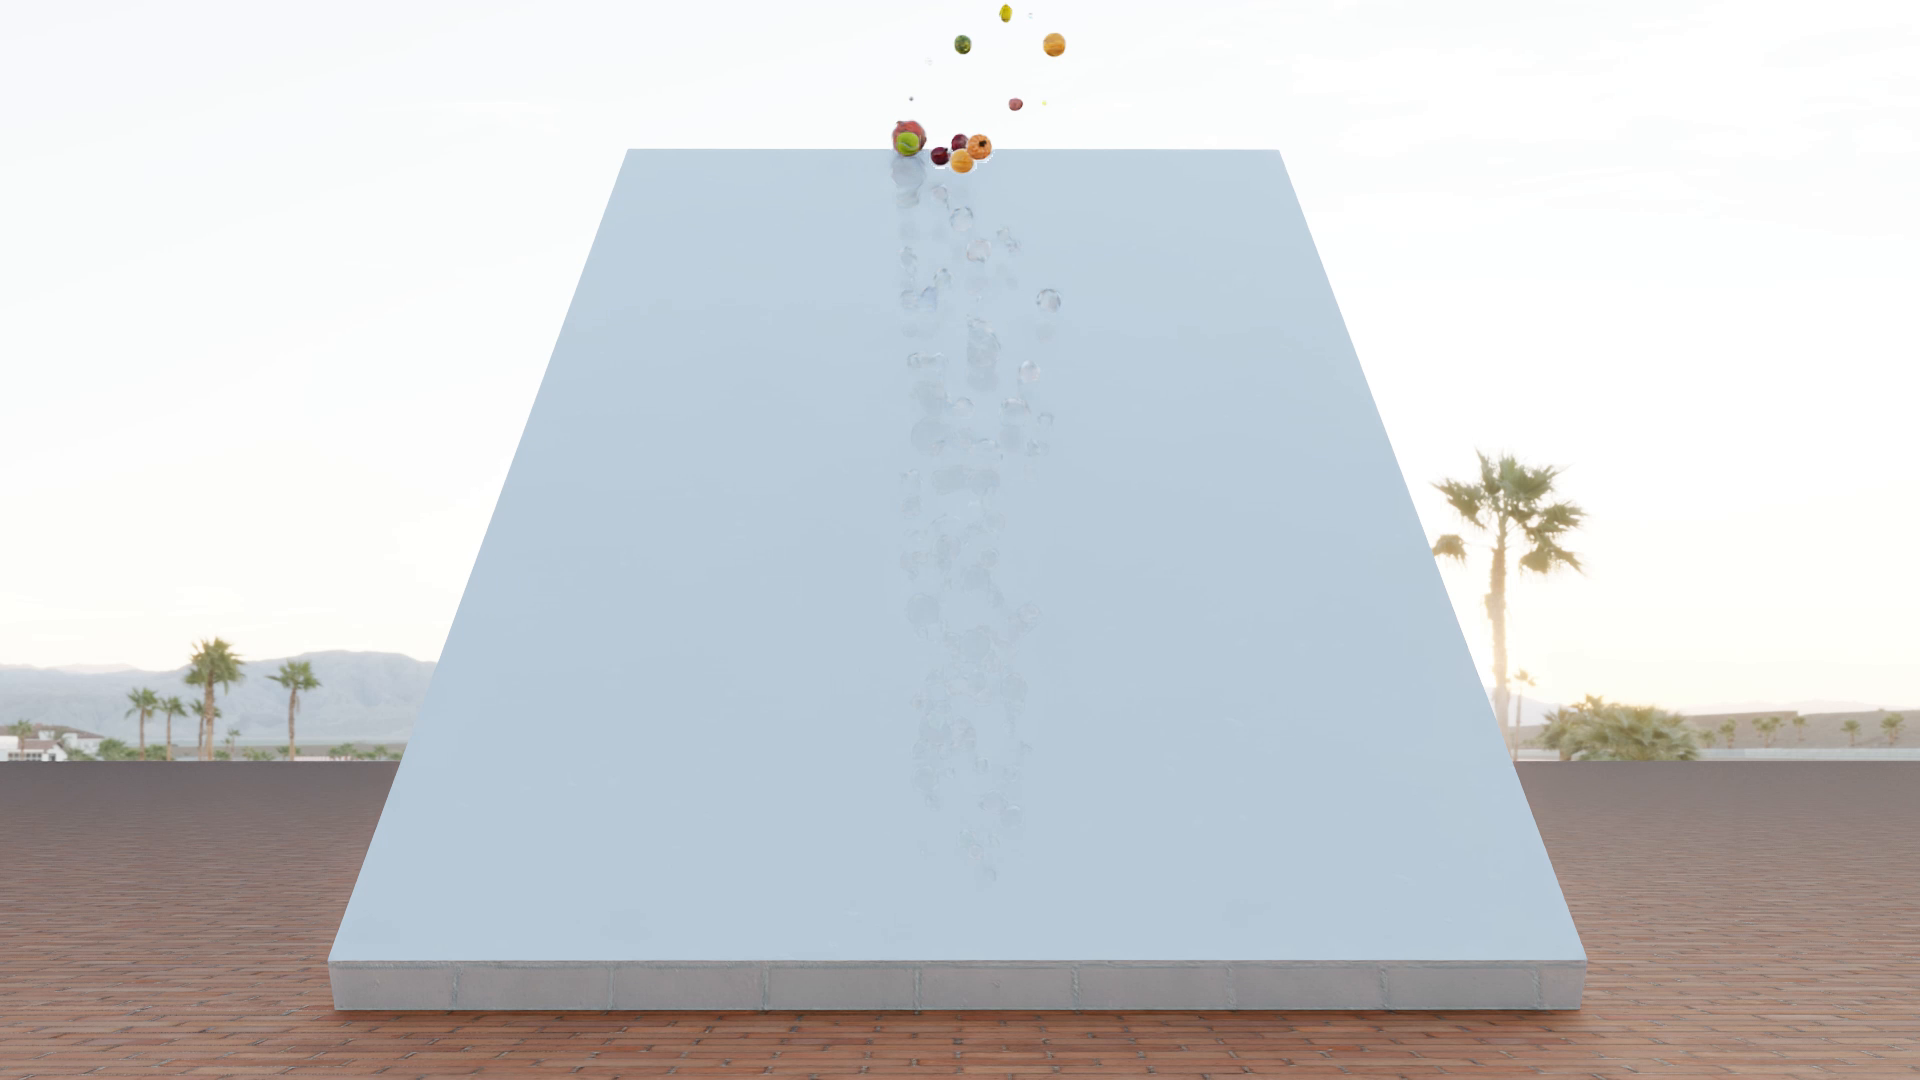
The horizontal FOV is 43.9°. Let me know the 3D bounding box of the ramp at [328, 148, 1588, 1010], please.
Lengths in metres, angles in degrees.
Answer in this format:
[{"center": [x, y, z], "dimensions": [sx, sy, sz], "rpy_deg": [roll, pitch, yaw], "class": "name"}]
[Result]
[{"center": [-0.011, -0.223, 5.574], "dimensions": [2.000, 0.100, 4.000], "rpy_deg": [0, 28, 0], "class": "ramp"}]
